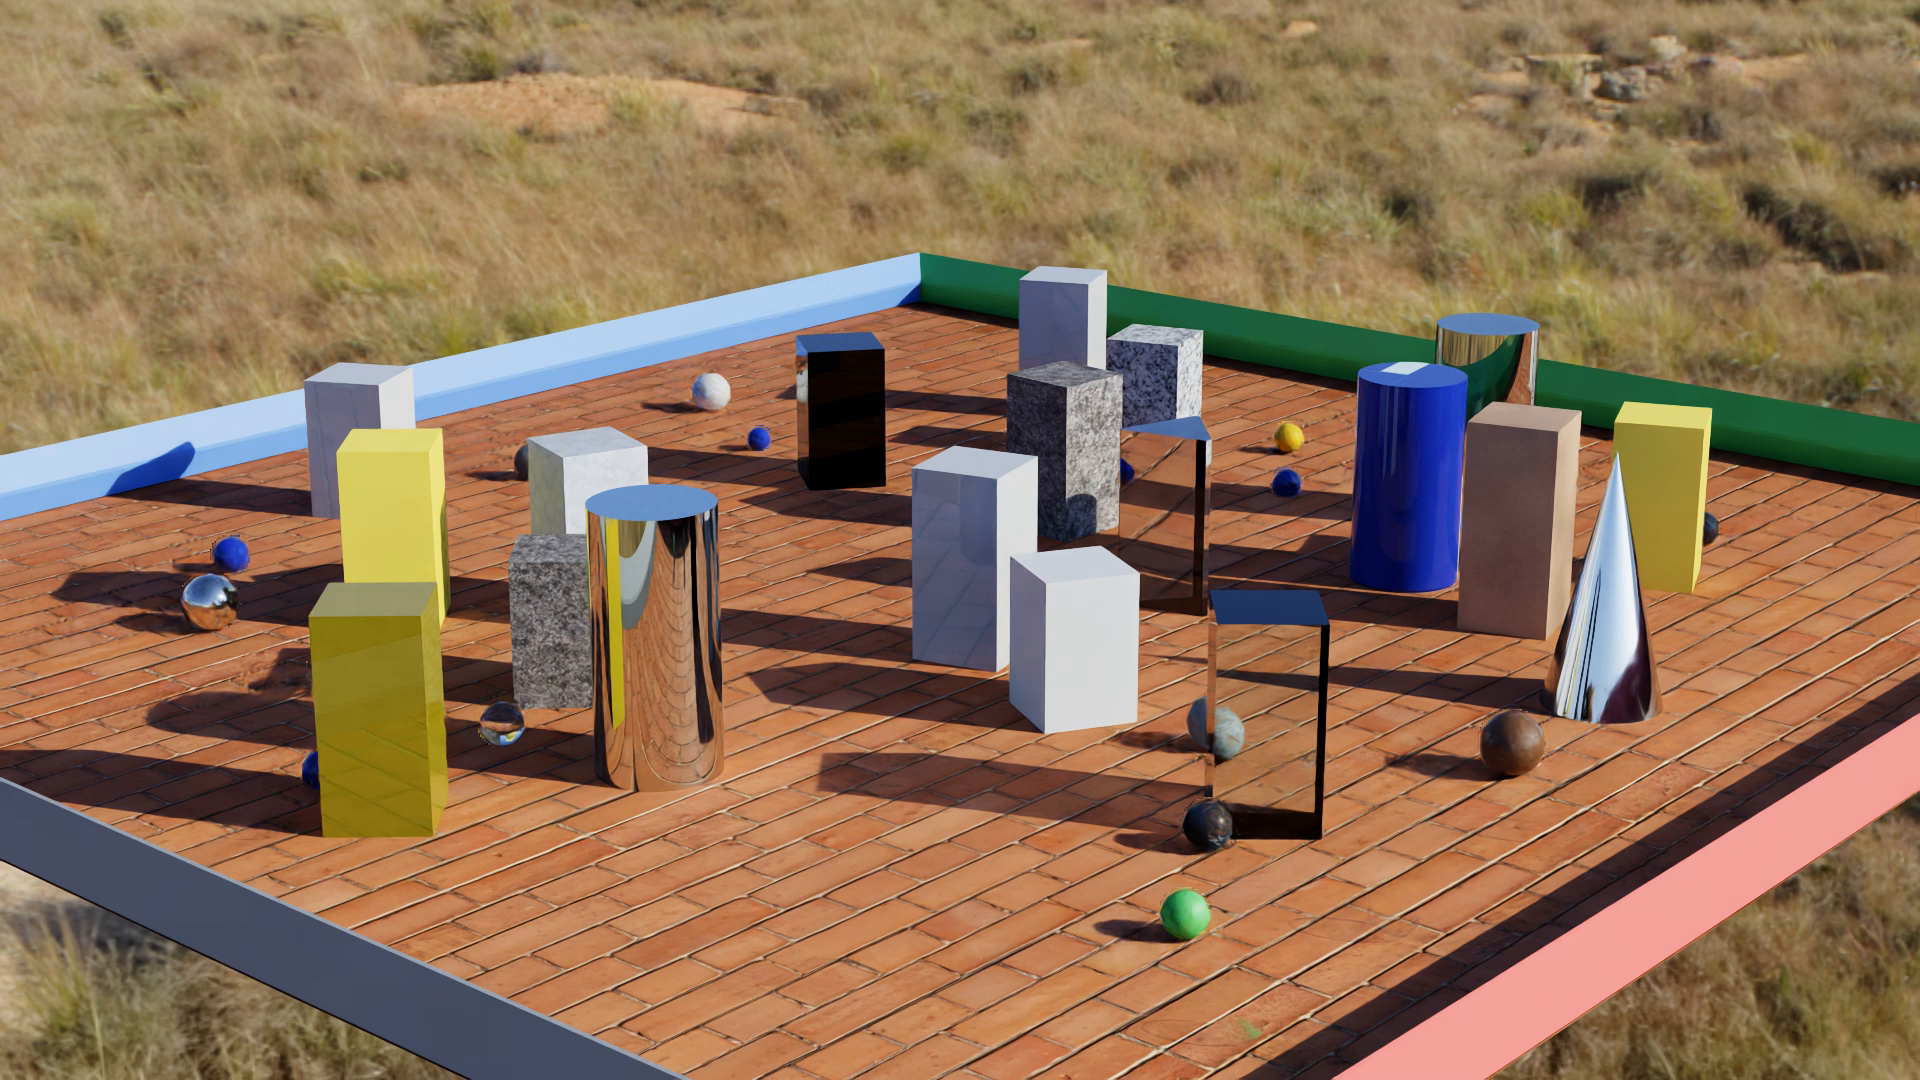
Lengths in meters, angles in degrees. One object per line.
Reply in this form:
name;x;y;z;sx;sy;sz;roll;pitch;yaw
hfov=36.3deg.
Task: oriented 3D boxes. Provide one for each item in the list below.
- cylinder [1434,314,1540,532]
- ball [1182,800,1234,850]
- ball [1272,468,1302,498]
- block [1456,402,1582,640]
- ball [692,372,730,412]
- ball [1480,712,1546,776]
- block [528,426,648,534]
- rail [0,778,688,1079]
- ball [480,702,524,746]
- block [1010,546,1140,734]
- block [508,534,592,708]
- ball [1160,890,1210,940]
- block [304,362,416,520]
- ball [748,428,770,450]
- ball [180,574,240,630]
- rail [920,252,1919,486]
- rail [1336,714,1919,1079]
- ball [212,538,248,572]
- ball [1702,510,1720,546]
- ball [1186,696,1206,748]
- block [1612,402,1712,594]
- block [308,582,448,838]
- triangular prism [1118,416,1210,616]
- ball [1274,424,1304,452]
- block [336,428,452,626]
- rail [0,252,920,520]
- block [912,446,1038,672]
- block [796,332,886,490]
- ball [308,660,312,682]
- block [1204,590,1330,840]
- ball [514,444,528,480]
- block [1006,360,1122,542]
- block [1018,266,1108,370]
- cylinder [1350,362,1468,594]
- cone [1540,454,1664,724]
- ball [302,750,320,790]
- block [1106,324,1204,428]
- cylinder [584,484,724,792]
cylinder;0.985;-0.221;5.519;0.190;0.378;0.190;0;17;0
ball;0.340;0.392;4.023;0.069;0.069;0.069;0;17;0
ball;0.637;-0.110;5.708;0.056;0.056;0.056;0;17;0
block;0.940;-0.034;4.929;0.152;0.360;0.152;8;19;24
ball;-0.540;-0.320;6.352;0.085;0.085;0.085;0;17;0
ball;0.808;0.298;4.290;0.095;0.095;0.095;0;17;0
block;-0.630;-0.021;4.990;0.152;0.301;0.152;-10;19;-29
rail;-1.138;0.410;3.866;3.328;0.124;0.045;14;22;39
ball;-0.688;0.276;4.411;0.066;0.066;0.066;0;17;0
block;0.175;0.152;4.521;0.152;0.240;0.152;-6;18;-19
block;-0.621;0.126;4.611;0.152;0.238;0.152;-1;17;-2
ball;0.288;0.479;3.747;0.063;0.063;0.063;0;17;0
block;-1.141;-0.188;5.599;0.152;0.267;0.152;4;17;13
ball;-0.415;-0.208;6.047;0.048;0.048;0.048;0;17;0
ball;-1.260;0.105;4.929;0.095;0.095;0.095;0;17;0
rail;1.138;-0.348;6.375;3.328;0.124;0.045;14;22;39
rail;1.239;0.342;4.091;0.045;0.124;3.519;14;22;39
ball;-1.304;0.026;5.244;0.063;0.063;0.063;0;17;0
ball;1.363;-0.021;5.396;0.067;0.067;0.067;0;17;0
ball;0.382;0.273;4.395;0.083;0.083;0.083;0;17;0
block;1.233;-0.076;5.179;0.152;0.298;0.152;6;18;18
block;-0.810;0.236;4.099;0.152;0.323;0.152;0;17;-1
triangular prism;0.378;-0.048;5.060;0.165;0.311;0.143;9;19;26
ball;0.676;-0.209;6.029;0.061;0.061;0.061;0;17;0
block;-0.955;-0.018;4.958;0.152;0.313;0.152;0;17;-2
rail;-1.239;-0.280;6.150;0.045;0.124;3.519;14;22;39
block;0.025;0.029;4.783;0.152;0.324;0.152;8;19;25
block;-0.236;-0.256;5.806;0.152;0.279;0.152;-3;17;-11
ball;-0.988;0.205;4.626;0.079;0.079;0.079;0;17;0
block;0.426;0.243;4.093;0.152;0.314;0.152;0;17;1
ball;-0.850;-0.156;5.830;0.073;0.073;0.073;0;17;0
block;0.195;-0.168;5.488;0.152;0.294;0.152;16;23;43
block;0.221;-0.422;6.313;0.152;0.303;0.152;5;18;17
cylinder;0.789;-0.111;5.167;0.190;0.370;0.190;0;17;0
cone;1.005;0.060;4.536;0.190;0.408;0.190;0;17;0
ball;-0.920;0.332;4.235;0.061;0.061;0.061;0;17;0
block;0.395;-0.295;5.977;0.152;0.254;0.152;7;18;22
cylinder;-0.443;0.141;4.267;0.190;0.408;0.190;0;17;0
